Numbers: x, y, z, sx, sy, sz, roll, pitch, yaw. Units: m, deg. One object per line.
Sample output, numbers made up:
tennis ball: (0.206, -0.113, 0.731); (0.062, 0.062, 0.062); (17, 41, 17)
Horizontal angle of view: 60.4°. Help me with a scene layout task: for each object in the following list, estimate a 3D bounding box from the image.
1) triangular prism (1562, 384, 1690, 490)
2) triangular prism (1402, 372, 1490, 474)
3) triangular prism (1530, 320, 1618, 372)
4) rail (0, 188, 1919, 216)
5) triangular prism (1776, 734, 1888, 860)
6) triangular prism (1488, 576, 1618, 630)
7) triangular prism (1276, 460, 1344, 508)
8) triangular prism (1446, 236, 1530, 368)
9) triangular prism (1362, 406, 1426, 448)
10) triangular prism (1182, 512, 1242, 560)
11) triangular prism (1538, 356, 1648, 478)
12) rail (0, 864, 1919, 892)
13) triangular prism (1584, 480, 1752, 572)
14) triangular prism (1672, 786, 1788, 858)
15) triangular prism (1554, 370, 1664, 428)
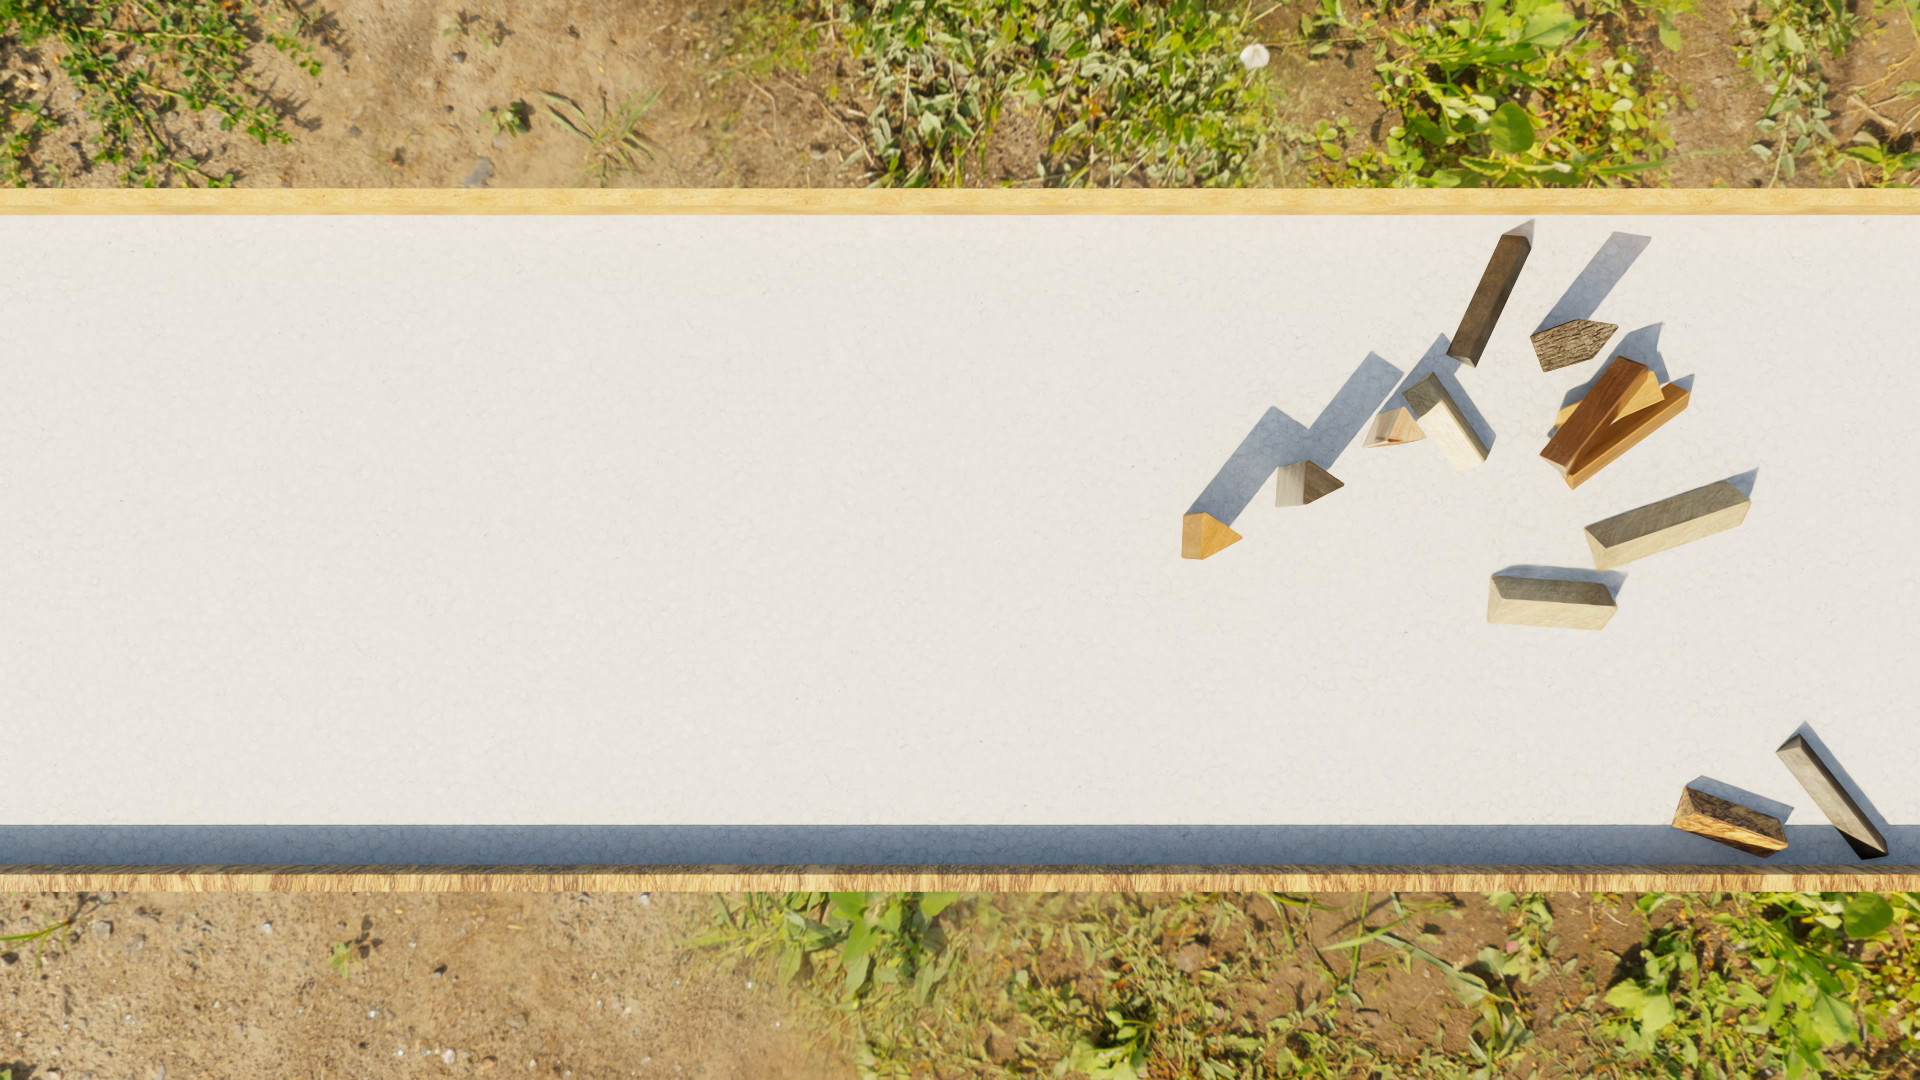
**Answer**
triangular prism: (2.033, -0.318, 5.035); (0.436, 0.079, 0.091); (-36, 90, 0)
triangular prism: (1.494, -0.360, 5.024); (0.116, 0.100, 0.306); (-35, 90, 0)
triangular prism: (1.795, -0.595, 4.884); (0.105, 0.384, 0.121); (39, 90, 0)
rail: (-2.247, -1.025, 5.002); (12.000, 0.150, 0.050); (0, 90, 0)
triangular prism: (2.677, 0.789, 5.033); (0.095, 0.082, 0.424); (-39, 90, 0)
triangular prism: (1.801, 0.193, 5.011); (0.349, 0.123, 0.143); (4, 90, 0)
triangular prism: (1.005, -0.177, 4.863); (0.125, 0.426, 0.108); (-26, 90, 0)
triangular prism: (1.625, -0.734, 5.031); (0.099, 0.086, 0.406); (25, 90, 0)
triangular prism: (1.290, -0.338, 4.926); (0.112, 0.302, 0.097); (-6, 90, 0)
triangular prism: (0.716, -0.026, 4.875); (0.133, 0.404, 0.115); (-28, 90, 0)
triangular prism: (1.916, -0.369, 4.943); (0.111, 0.097, 0.384); (39, 92, -3)
rail: (-2.247, 1.025, 5.001); (12.000, 0.150, 0.050); (0, 90, 0)
triangular prism: (2.158, -0.043, 5.011); (0.460, 0.123, 0.142); (-19, 90, 0)
triangular prism: (2.352, 0.869, 5.018); (0.303, 0.110, 0.127); (19, 90, 0)
triangular prism: (1.969, -0.422, 5.015); (0.308, 0.094, 0.081); (-23, 123, 0)
